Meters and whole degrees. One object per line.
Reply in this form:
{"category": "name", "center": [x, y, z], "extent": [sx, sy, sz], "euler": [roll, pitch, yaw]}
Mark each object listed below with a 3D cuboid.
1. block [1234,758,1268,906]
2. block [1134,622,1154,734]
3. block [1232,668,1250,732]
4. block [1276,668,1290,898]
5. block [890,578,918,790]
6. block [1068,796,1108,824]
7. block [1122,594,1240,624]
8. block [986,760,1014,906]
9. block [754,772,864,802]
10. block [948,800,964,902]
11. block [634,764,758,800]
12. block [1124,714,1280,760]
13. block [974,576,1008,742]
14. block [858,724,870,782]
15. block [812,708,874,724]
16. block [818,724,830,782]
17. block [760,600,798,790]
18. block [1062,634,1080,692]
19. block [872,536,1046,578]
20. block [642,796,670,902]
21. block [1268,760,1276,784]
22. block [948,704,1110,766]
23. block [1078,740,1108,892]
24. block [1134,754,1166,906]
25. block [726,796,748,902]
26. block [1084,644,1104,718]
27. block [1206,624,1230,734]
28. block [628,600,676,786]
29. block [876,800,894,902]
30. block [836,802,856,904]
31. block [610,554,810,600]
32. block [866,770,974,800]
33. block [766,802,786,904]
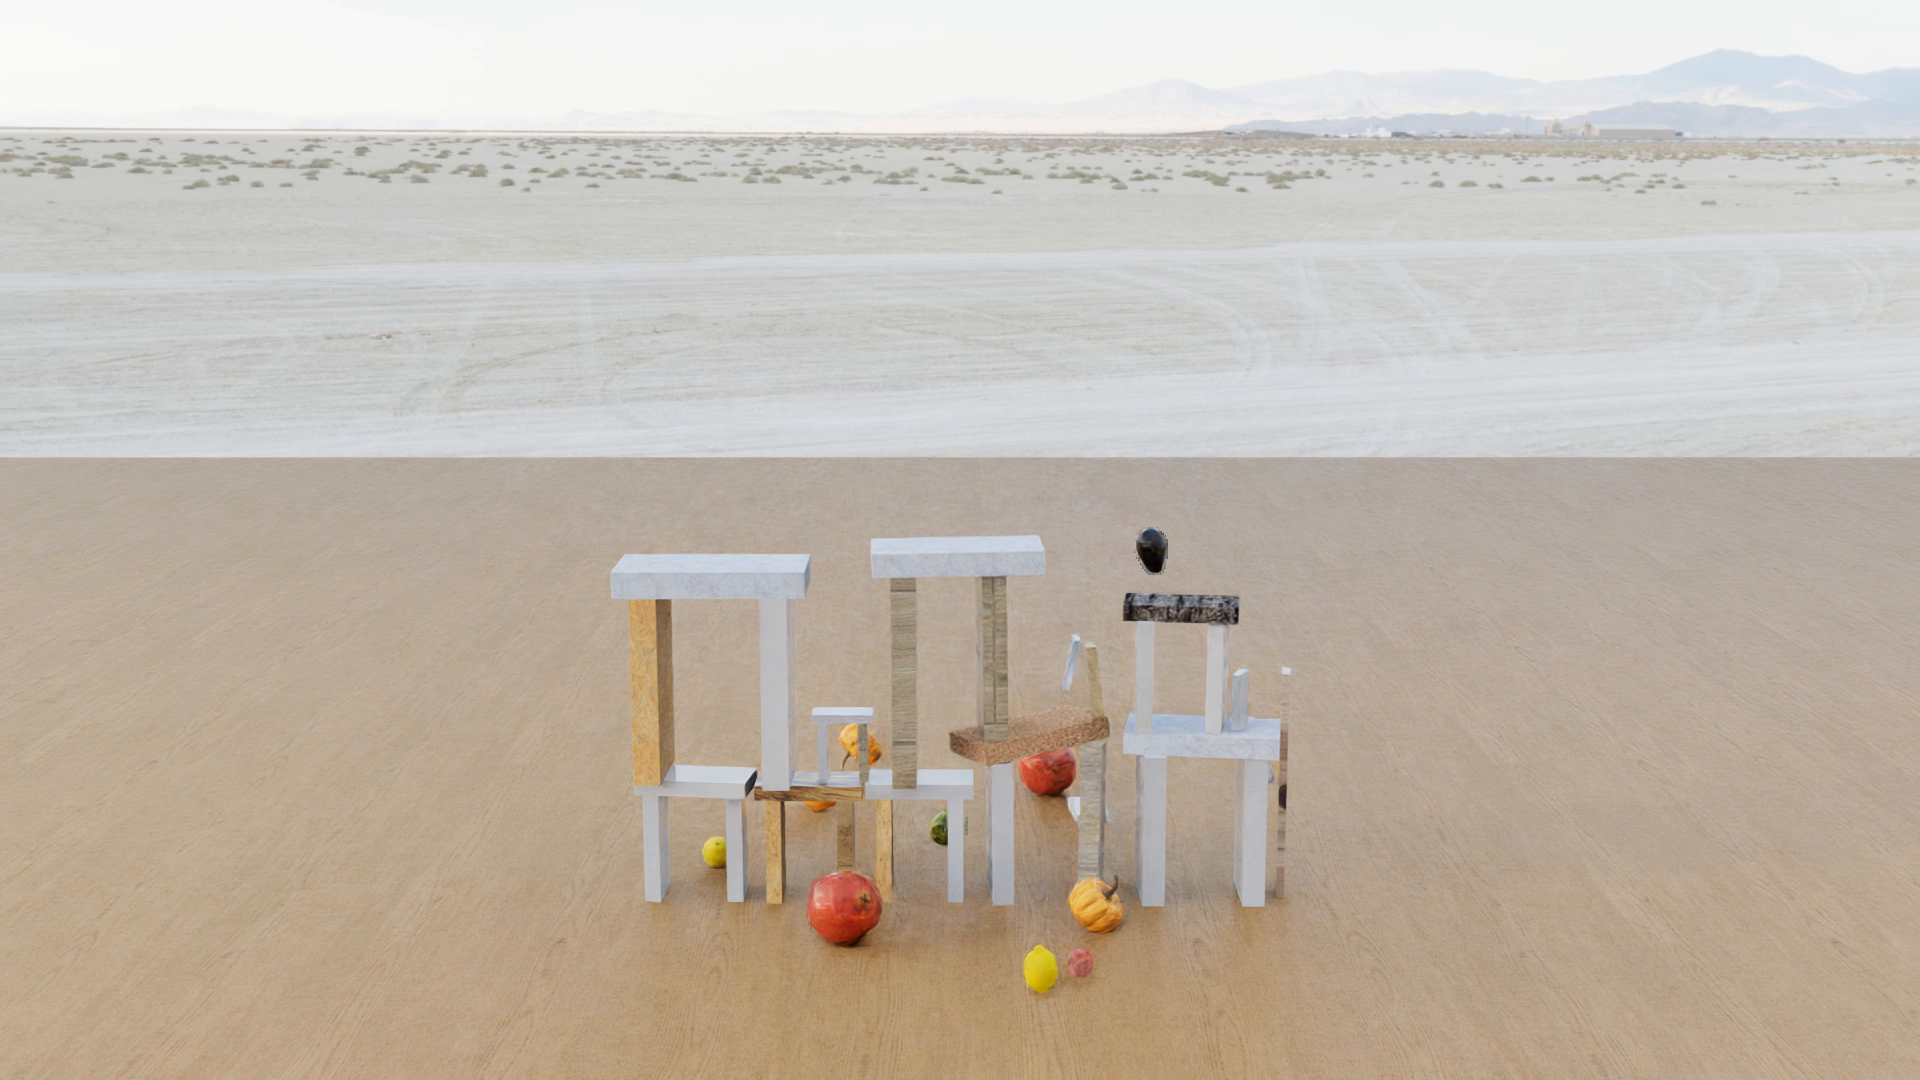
{"category": "block", "center": [0.481, 0.466, 3.645], "extent": [0.036, 0.252, 0.126], "euler": [0, 11, 0]}
{"category": "block", "center": [0.302, 0.216, 3.600], "extent": [0.026, 0.185, 0.093], "euler": [1, 11, 3]}
{"category": "block", "center": [0.459, 0.262, 3.600], "extent": [0.013, 0.094, 0.047], "euler": [5, 13, 24]}
{"category": "block", "center": [0.534, 0.401, 3.636], "extent": [0.013, 0.382, 0.047], "euler": [2, 11, 9]}
{"category": "block", "center": [-0.090, 0.220, 3.602], "extent": [0.039, 0.349, 0.139], "euler": [0, 11, 0]}
{"category": "block", "center": [0.238, 0.502, 4.095], "extent": [0.059, 0.017, 0.117], "euler": [-1, 11, -6]}
{"category": "block", "center": [0.361, 0.112, 3.580], "extent": [0.185, 0.026, 0.093], "euler": [1, 11, 8]}
{"category": "block", "center": [0.066, 0.472, 3.649], "extent": [0.034, 0.239, 0.120], "euler": [-1, 11, -4]}
{"category": "block", "center": [-0.247, 0.406, 3.629], "extent": [0.175, 0.025, 0.088], "euler": [0, 11, 1]}
{"category": "block", "center": [-0.007, 0.503, 3.654], "extent": [0.025, 0.176, 0.088], "euler": [0, 11, 0]}
{"category": "block", "center": [-0.434, 0.398, 3.626], "extent": [0.184, 0.026, 0.092], "euler": [1, 11, 7]}
{"category": "block", "center": [0.400, 0.324, 3.625], "extent": [0.252, 0.036, 0.126], "euler": [2, 11, 9]}
{"category": "block", "center": [0.051, 0.179, 3.617], "extent": [0.039, 0.277, 0.139], "euler": [-2, 10, -5]}
{"category": "block", "center": [-0.159, 0.344, 3.620], "extent": [0.014, 0.099, 0.049], "euler": [-2, 11, 1]}
{"category": "block", "center": [-0.192, 0.288, 3.610], "extent": [0.099, 0.014, 0.049], "euler": [0, 11, 1]}
{"category": "block", "center": [-0.225, 0.344, 3.620], "extent": [0.014, 0.100, 0.049], "euler": [0, 11, 1]}
{"category": "block", "center": [-0.297, 0.236, 3.608], "extent": [0.044, 0.317, 0.154], "euler": [0, 11, 1]}
{"category": "block", "center": [0.250, 0.277, 4.934], "extent": [0.017, 0.117, 0.058], "euler": [12, 10, -1]}
{"category": "block", "center": [-0.005, 0.027, 3.571], "extent": [0.277, 0.039, 0.139], "euler": [-1, 10, -2]}
{"category": "block", "center": [-0.504, 0.499, 3.656], "extent": [0.026, 0.184, 0.092], "euler": [0, 11, 2]}
{"category": "block", "center": [0.496, 0.373, 3.711], "extent": [0.047, 0.095, 0.013], "euler": [-24, 13, -13]}
{"category": "block", "center": [0.116, 0.324, 3.666], "extent": [0.239, 0.034, 0.120], "euler": [-10, 12, -28]}
{"category": "block", "center": [0.221, 0.458, 3.672], "extent": [0.034, 0.239, 0.120], "euler": [1, -1, 8]}
{"category": "block", "center": [0.315, 0.466, 3.646], "extent": [0.036, 0.252, 0.126], "euler": [0, 11, -2]}
{"category": "block", "center": [-0.370, 0.499, 3.657], "extent": [0.026, 0.184, 0.092], "euler": [0, 11, 0]}
{"category": "block", "center": [0.223, 0.235, 3.663], "extent": [0.017, 0.117, 0.059], "euler": [-7, 2, -2]}
{"category": "block", "center": [0.422, 0.215, 3.601], "extent": [0.026, 0.185, 0.093], "euler": [3, 11, 12]}
{"category": "block", "center": [-0.504, 0.232, 3.605], "extent": [0.044, 0.308, 0.154], "euler": [0, 11, 2]}
{"category": "block", "center": [-0.125, 0.503, 3.654], "extent": [0.025, 0.176, 0.088], "euler": [0, 11, 0]}
{"category": "block", "center": [-0.189, 0.505, 3.649], "extent": [0.025, 0.176, 0.088], "euler": [0, 11, 0]}
{"category": "block", "center": [-0.402, 0.059, 3.576], "extent": [0.308, 0.044, 0.154], "euler": [0, 11, 0]}
{"category": "block", "center": [-0.066, 0.404, 3.636], "extent": [0.176, 0.025, 0.088], "euler": [0, 11, 0]}
{"category": "block", "center": [-0.305, 0.505, 3.649], "extent": [0.025, 0.175, 0.088], "euler": [0, 11, 0]}
